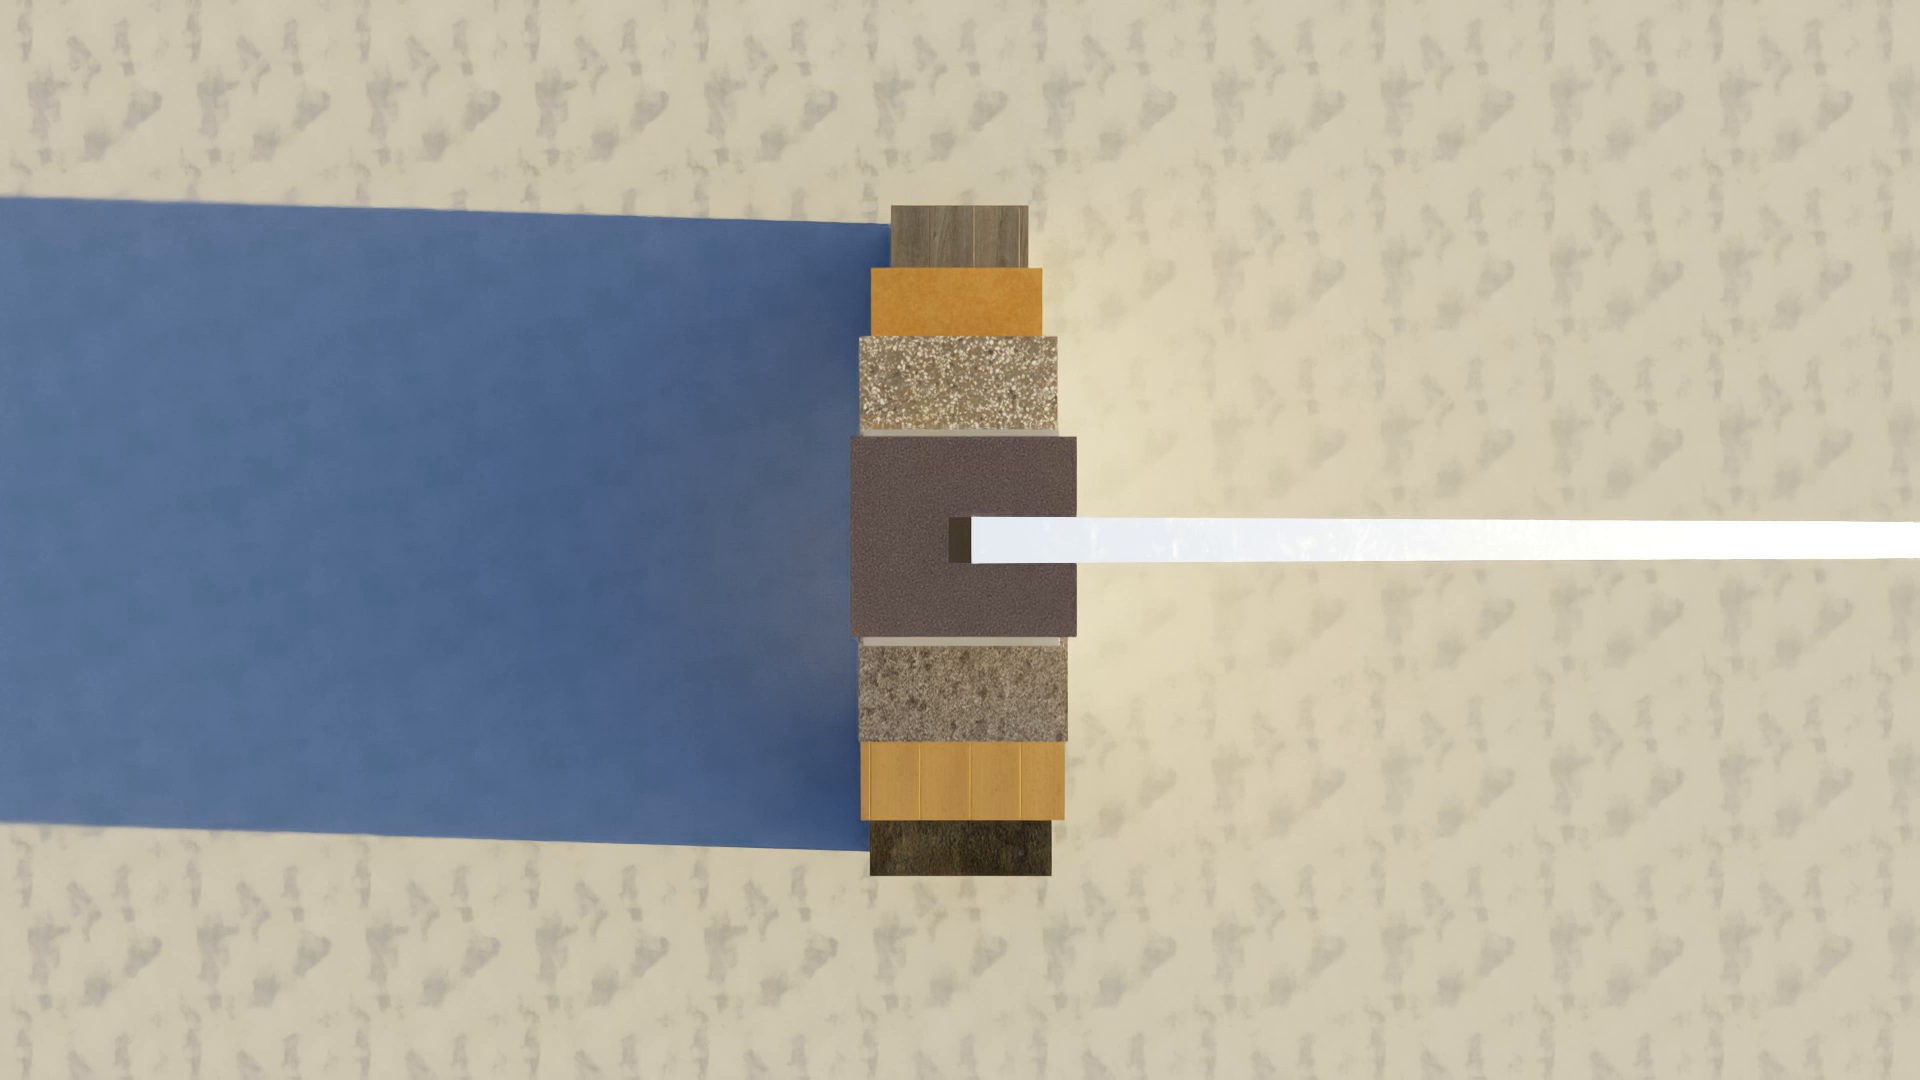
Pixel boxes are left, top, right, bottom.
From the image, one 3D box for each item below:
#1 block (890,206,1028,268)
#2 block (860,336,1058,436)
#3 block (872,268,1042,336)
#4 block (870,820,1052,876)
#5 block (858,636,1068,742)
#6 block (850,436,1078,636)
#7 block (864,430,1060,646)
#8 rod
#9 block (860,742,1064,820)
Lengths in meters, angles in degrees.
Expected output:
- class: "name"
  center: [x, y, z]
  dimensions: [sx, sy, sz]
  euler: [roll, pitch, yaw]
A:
- class: "block"
  center: [-0.002, -1.431, 12.562]
  dimensions: [0.760, 0.877, 0.828]
  euler: [0, 90, 0]
- class: "block"
  center: [-0.007, -0.461, 9.922]
  dimensions: [0.856, 0.844, 0.832]
  euler: [0, 89, 0]
- class: "block"
  center: [-0.016, -0.945, 11.694]
  dimensions: [0.879, 0.858, 0.899]
  euler: [0, 90, 0]
- class: "block"
  center: [0.004, 1.386, 12.532]
  dimensions: [0.999, 0.936, 0.917]
  euler: [0, 90, 0]
- class: "block"
  center: [0.013, 0.417, 9.753]
  dimensions: [0.882, 0.977, 0.872]
  euler: [0, 90, 0]
- class: "block"
  center: [0.013, -0.010, 8.142]
  dimensions: [0.796, 0.846, 0.705]
  euler: [0, 90, 0]
- class: "block"
  center: [0.005, -0.008, 8.915]
  dimensions: [0.763, 0.701, 0.842]
  euler: [0, 90, 0]
- class: "rod"
  center: [2.234, 0.000, 5.161]
  dimensions: [5.200, 0.080, 0.080]
  euler: [0, 90, -31]
- class: "block"
  center: [0.014, 0.880, 11.495]
  dimensions: [1.016, 1.078, 1.032]
  euler: [0, 90, 0]
